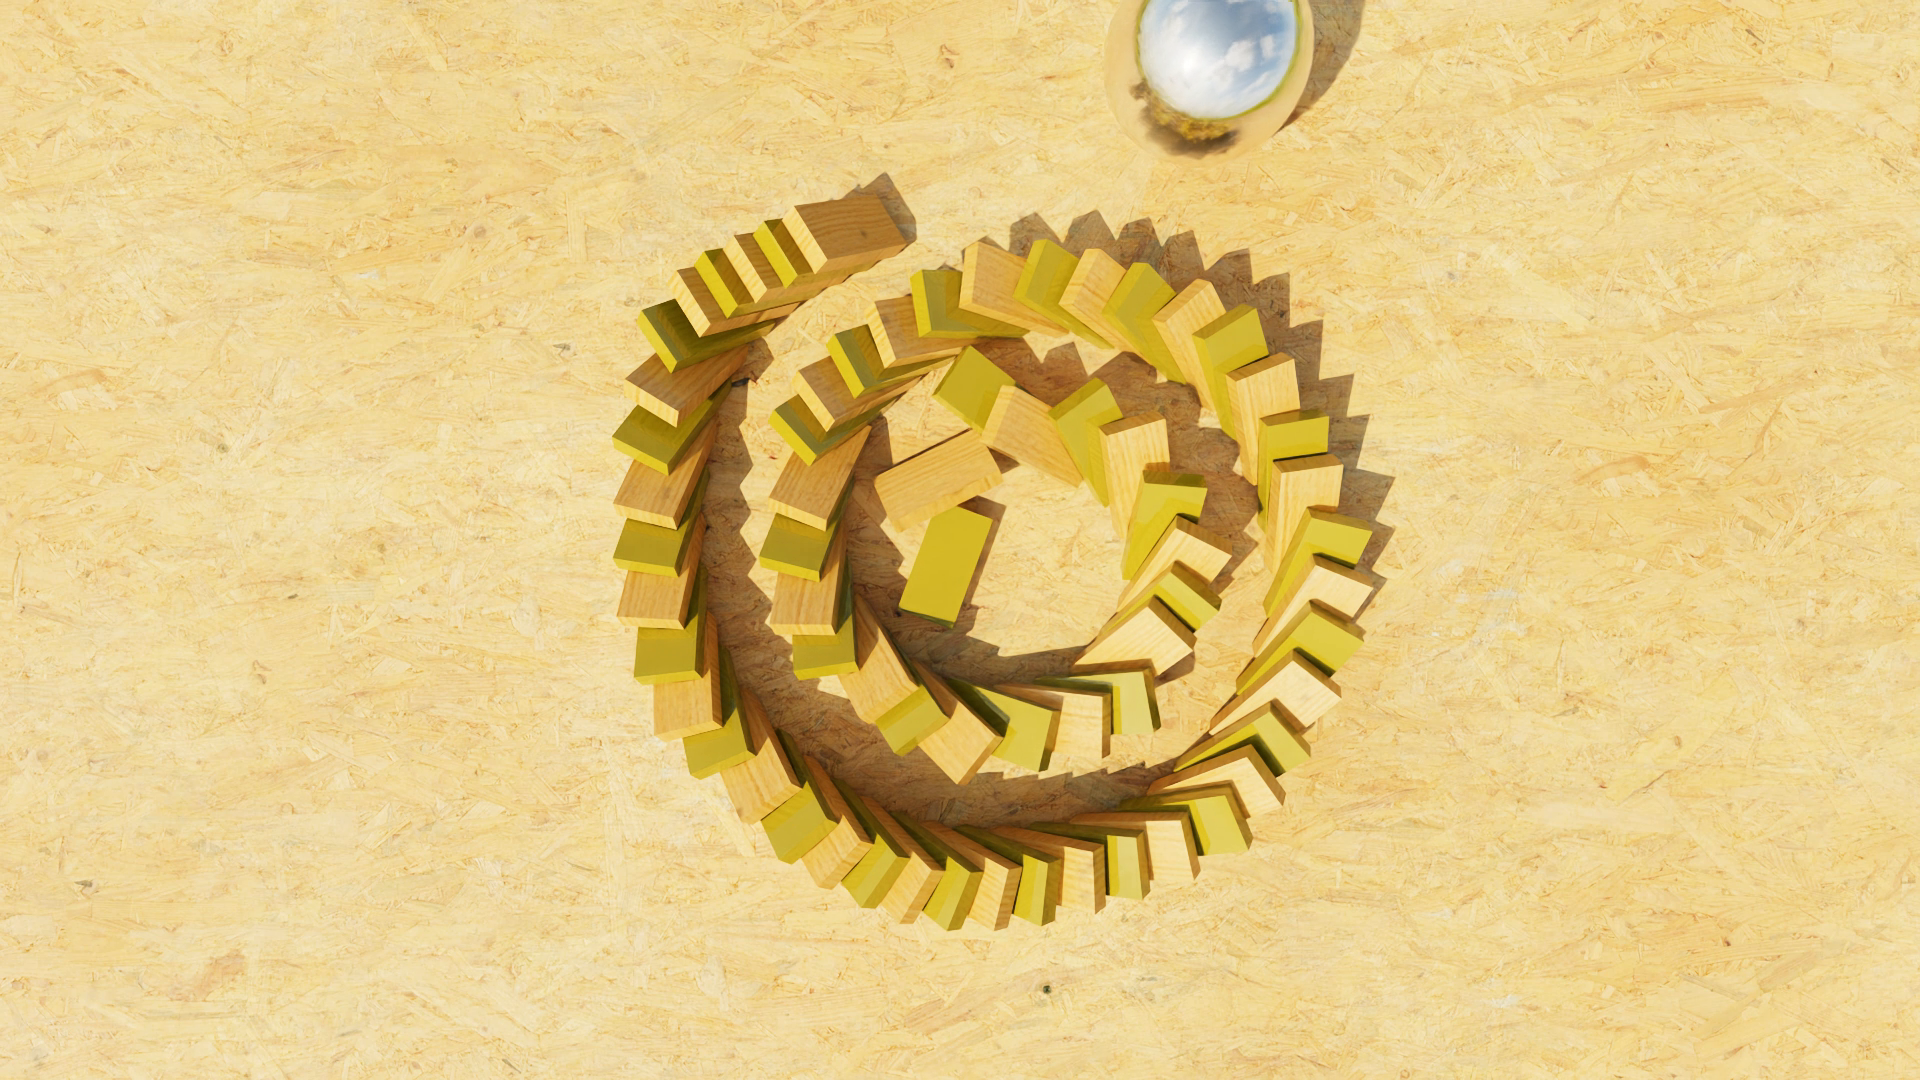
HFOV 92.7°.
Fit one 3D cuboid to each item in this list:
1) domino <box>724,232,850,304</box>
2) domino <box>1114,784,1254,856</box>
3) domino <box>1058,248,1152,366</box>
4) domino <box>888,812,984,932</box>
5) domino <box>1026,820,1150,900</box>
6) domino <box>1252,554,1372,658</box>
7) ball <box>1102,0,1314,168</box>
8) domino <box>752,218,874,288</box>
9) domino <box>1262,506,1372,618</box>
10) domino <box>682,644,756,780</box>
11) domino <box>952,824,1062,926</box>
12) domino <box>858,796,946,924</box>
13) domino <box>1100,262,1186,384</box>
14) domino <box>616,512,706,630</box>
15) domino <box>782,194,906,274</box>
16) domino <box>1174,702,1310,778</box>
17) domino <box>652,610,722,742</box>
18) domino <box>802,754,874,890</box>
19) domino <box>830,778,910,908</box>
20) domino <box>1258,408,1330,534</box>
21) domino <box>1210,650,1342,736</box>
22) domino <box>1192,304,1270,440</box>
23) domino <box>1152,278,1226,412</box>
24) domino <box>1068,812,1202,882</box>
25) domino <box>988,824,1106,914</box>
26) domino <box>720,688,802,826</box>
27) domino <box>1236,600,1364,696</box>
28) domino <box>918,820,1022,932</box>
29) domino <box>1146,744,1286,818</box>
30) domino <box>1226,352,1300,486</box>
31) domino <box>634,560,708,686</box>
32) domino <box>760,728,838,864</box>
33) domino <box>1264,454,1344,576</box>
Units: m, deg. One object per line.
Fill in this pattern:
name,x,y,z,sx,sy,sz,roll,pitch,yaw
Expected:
domino,-0.070,-0.115,0.379,0.009,0.050,0.025,-32,90,43
domino,0.093,0.118,0.381,0.050,0.009,0.025,-20,96,34
domino,0.066,-0.096,0.382,0.050,0.010,0.025,27,90,-34
domino,-0.015,0.136,0.380,0.050,0.009,0.025,22,91,41
domino,0.053,0.133,0.383,0.050,0.009,0.025,-6,90,32
domino,0.146,0.032,0.383,0.025,0.009,0.050,22,121,-1
ball,0.097,-0.189,0.360,0.080,0.080,0.080,0,90,0
domino,-0.058,-0.121,0.379,0.010,0.050,0.025,-32,90,43
domino,0.149,0.012,0.383,0.025,0.010,0.050,13,121,0
domino,-0.104,0.071,0.384,0.025,0.010,0.050,-23,60,0
domino,0.017,0.138,0.380,0.050,0.009,0.025,6,90,40
domino,-0.031,0.132,0.380,0.050,0.009,0.025,32,92,40
domino,0.083,-0.089,0.382,0.050,0.009,0.025,33,89,-34
domino,-0.124,0.012,0.384,0.025,0.009,0.050,3,62,1
domino,-0.047,-0.127,0.379,0.010,0.050,0.025,-32,90,43
domino,0.118,0.092,0.384,0.025,0.009,0.050,48,118,0
domino,-0.114,0.056,0.383,0.025,0.010,0.050,-15,60,4
domino,-0.059,0.116,0.380,0.025,0.010,0.050,-47,50,1
domino,-0.045,0.125,0.380,0.050,0.010,0.025,37,93,40
domino,0.139,-0.028,0.384,0.025,0.010,0.050,-9,119,0
domino,0.131,0.071,0.383,0.025,0.010,0.050,38,120,0
domino,0.116,-0.069,0.382,0.025,0.010,0.050,-32,122,-4
domino,0.103,-0.080,0.383,0.025,0.009,0.050,-41,123,0
domino,0.072,0.128,0.382,0.050,0.009,0.025,-12,92,32
domino,0.036,0.136,0.381,0.050,0.009,0.025,-1,91,36
domino,-0.088,0.090,0.382,0.025,0.009,0.050,-36,57,0
domino,0.141,0.051,0.383,0.025,0.009,0.050,30,120,-2
domino,0.001,0.138,0.380,0.050,0.010,0.025,14,90,41
domino,0.106,0.106,0.381,0.050,0.010,0.025,-34,94,35
domino,0.129,-0.050,0.383,0.025,0.010,0.050,-21,121,-1
domino,-0.120,0.034,0.383,0.025,0.009,0.050,-7,61,2
domino,-0.073,0.106,0.381,0.025,0.009,0.050,-41,51,0
domino,0.143,-0.010,0.382,0.025,0.009,0.050,-8,123,-1
